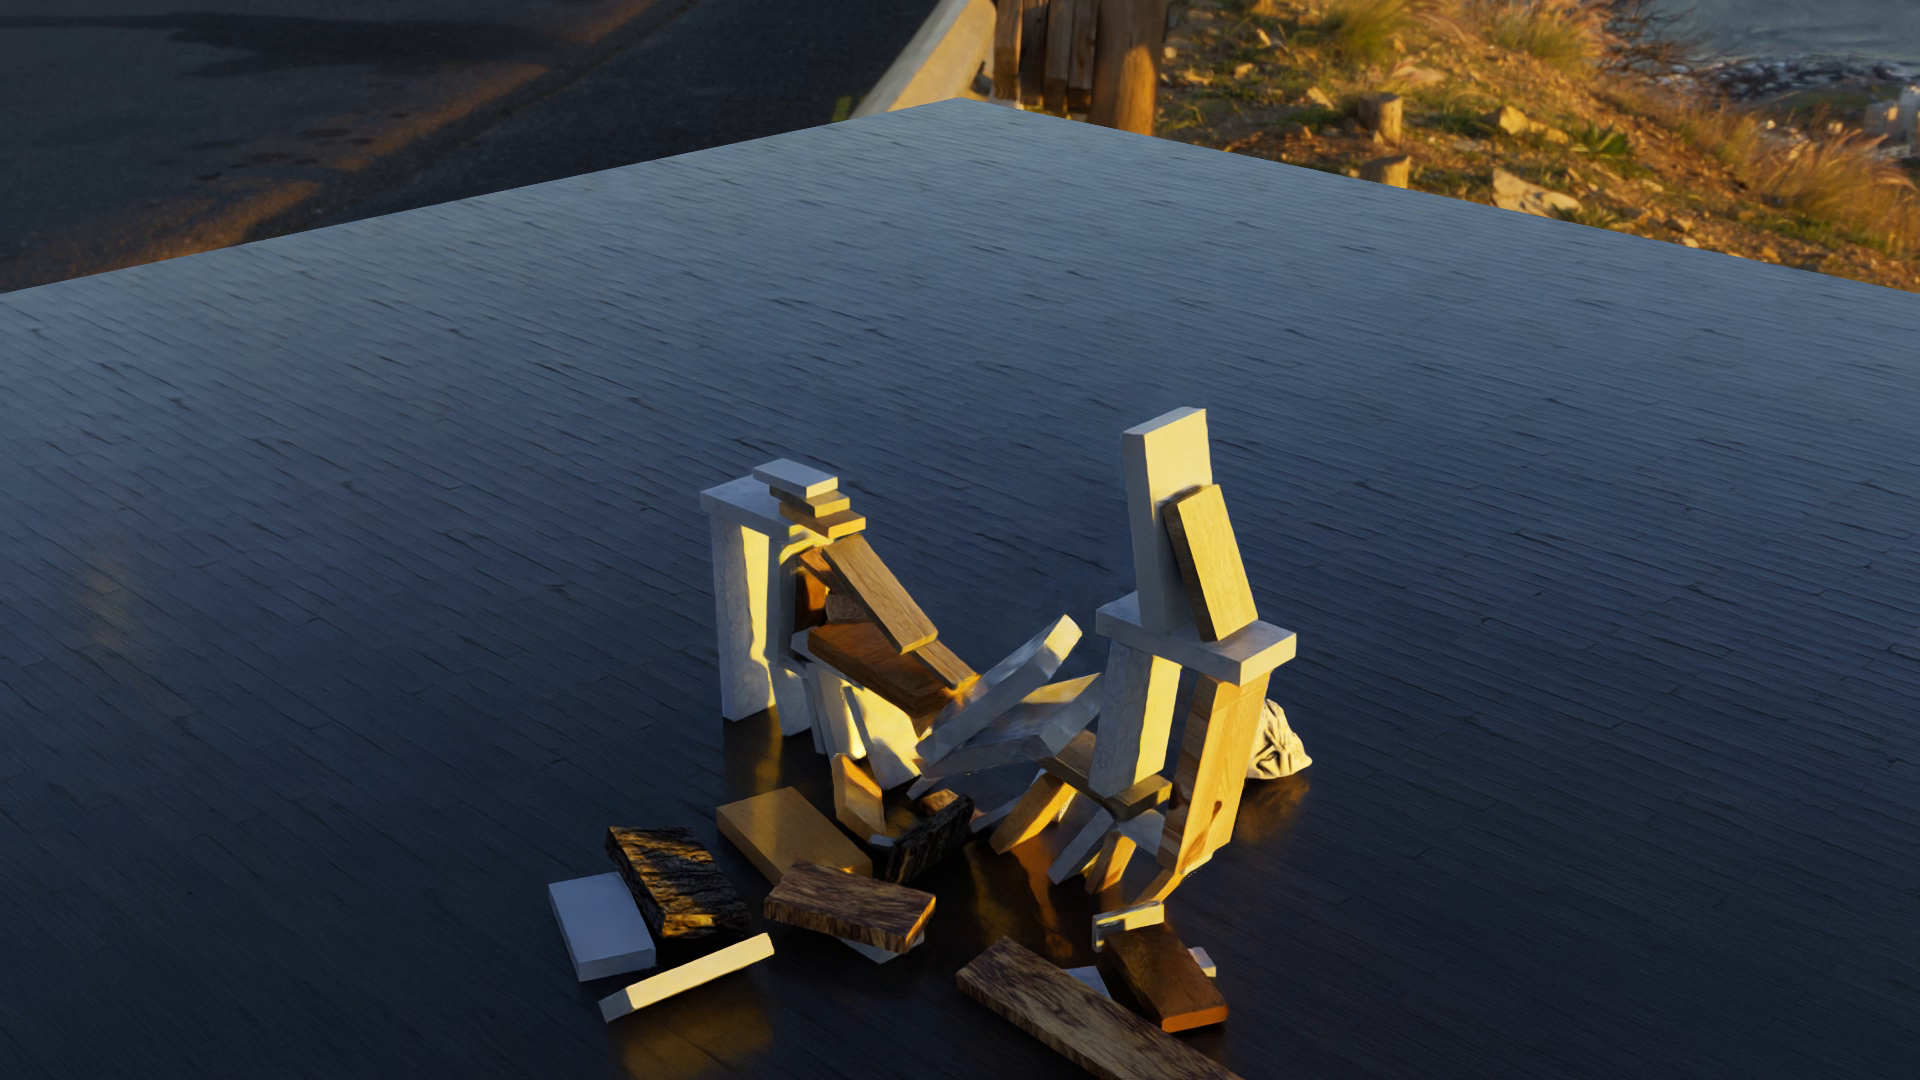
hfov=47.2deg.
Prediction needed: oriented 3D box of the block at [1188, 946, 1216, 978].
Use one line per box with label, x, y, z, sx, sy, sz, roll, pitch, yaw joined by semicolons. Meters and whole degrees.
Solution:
block;0.381;0.764;3.935;0.136;0.019;0.068;-6;24;-15

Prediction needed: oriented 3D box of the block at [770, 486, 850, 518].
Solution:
block;-0.311;-0.091;4.534;0.086;0.024;0.171;-17;27;-34

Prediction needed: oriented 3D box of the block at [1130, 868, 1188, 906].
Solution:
block;0.381;0.635;4.077;0.081;0.161;0.023;-22;66;-41

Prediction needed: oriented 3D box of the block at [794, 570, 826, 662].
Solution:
block;-0.316;0.153;4.643;0.069;0.209;0.020;-21;36;-40

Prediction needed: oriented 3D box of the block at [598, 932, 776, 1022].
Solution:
block;-0.474;0.759;3.819;0.280;0.040;0.140;-16;-11;-34

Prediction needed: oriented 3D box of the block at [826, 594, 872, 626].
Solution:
block;-0.206;0.138;4.423;0.123;0.017;0.062;-3;51;-6

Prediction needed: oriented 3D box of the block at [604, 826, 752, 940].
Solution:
block;-0.534;0.641;4.138;0.169;0.048;0.347;4;19;-29

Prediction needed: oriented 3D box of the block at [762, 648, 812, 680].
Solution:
block;-0.336;0.255;4.702;0.083;0.024;0.166;-21;31;-40

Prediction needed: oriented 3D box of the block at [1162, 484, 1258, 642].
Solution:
block;0.430;0.039;3.774;0.035;0.246;0.123;-10;10;45

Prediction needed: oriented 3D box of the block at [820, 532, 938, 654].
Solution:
block;-0.163;0.106;4.420;0.090;0.025;0.283;-24;61;-32

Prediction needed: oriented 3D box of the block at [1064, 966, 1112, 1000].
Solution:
block;0.223;0.797;3.859;0.068;0.019;0.136;-5;23;-12

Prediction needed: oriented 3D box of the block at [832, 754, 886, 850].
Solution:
block;-0.203;0.522;4.403;0.031;0.110;0.220;-44;20;12

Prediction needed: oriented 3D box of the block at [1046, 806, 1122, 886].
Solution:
block;0.266;0.558;4.165;0.122;0.244;0.035;-22;67;-41

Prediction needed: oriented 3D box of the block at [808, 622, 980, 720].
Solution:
block;-0.137;0.250;4.483;0.169;0.048;0.337;-18;34;-39

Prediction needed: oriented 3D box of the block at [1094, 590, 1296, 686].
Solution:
block;0.410;0.163;3.848;0.319;0.045;0.159;19;30;39

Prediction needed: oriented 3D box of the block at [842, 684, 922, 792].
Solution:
block;-0.154;0.393;4.558;0.114;0.229;0.032;-22;2;-41

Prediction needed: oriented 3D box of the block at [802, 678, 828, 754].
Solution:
block;-0.283;0.364;4.689;0.083;0.166;0.024;-21;17;-40

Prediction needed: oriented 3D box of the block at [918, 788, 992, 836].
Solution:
block;-0.011;0.550;4.437;0.073;0.021;0.146;-17;28;-34

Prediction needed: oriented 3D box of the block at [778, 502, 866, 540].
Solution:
block;-0.283;-0.050;4.499;0.090;0.025;0.180;-17;27;-34

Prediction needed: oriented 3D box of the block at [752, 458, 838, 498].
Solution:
block;-0.343;-0.129;4.565;0.085;0.024;0.171;-21;30;-41

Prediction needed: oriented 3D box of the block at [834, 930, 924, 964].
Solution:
block;-0.181;0.705;4.060;0.110;0.031;0.221;-21;30;-40

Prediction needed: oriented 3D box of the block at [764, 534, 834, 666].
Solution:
block;-0.339;0.109;4.640;0.145;0.290;0.041;-21;36;-40

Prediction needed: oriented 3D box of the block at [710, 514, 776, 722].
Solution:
block;-0.461;0.151;4.790;0.041;0.480;0.145;20;30;41

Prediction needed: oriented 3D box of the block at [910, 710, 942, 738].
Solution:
block;-0.102;0.383;4.742;0.180;0.090;0.026;-7;27;-17

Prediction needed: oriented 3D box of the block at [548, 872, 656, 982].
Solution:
block;-0.660;0.707;4.044;0.140;0.040;0.280;-8;24;-19

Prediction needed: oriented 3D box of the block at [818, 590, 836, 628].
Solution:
block;-0.255;0.149;4.571;0.069;0.138;0.020;-19;53;-38

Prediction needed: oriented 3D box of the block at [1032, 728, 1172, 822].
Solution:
block;0.262;0.432;4.113;0.122;0.035;0.244;-21;39;-40

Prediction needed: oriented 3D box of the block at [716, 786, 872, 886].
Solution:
block;-0.326;0.594;4.299;0.169;0.048;0.337;-13;26;-28

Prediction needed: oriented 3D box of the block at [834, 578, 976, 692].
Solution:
block;-0.113;0.180;4.426;0.062;0.017;0.351;-28;56;-38

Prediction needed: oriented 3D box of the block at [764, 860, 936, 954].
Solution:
block;-0.201;0.671;4.029;0.280;0.040;0.140;11;28;18

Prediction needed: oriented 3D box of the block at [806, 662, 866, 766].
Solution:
block;-0.246;0.352;4.642;0.114;0.229;0.032;-21;12;-40

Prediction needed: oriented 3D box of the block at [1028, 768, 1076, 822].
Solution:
block;0.185;0.519;4.505;0.085;0.024;0.171;7;24;17

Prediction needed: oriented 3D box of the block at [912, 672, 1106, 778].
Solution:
block;0.095;0.358;4.184;0.177;0.050;0.551;-42;9;-26

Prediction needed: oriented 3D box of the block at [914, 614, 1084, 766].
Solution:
block;0.072;0.287;4.194;0.354;0.050;0.177;-39;6;36

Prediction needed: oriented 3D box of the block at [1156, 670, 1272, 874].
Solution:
block;0.451;0.390;3.900;0.159;0.413;0.045;-22;42;-41

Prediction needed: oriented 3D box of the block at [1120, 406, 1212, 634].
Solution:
block;0.369;-0.035;3.801;0.050;0.354;0.177;7;22;41

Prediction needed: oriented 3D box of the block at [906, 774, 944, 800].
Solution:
block;-0.043;0.473;4.494;0.021;0.146;0.073;49;30;-2

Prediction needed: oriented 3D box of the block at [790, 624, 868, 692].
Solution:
block;-0.235;0.239;4.584;0.114;0.032;0.229;-21;36;-40

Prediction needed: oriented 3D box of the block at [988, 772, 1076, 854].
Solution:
block;0.156;0.513;4.269;0.122;0.244;0.035;-21;66;-41

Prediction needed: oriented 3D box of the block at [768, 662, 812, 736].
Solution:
block;-0.361;0.333;4.762;0.083;0.166;0.024;-21;17;-41

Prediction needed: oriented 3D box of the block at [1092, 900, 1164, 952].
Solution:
block;0.306;0.704;4.014;0.136;0.068;0.019;-10;25;-22

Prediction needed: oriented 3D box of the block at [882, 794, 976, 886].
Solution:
block;-0.059;0.583;4.241;0.031;0.110;0.220;34;36;23

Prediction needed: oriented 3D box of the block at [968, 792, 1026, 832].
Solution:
block;0.081;0.535;4.329;0.073;0.021;0.146;-24;-8;-34

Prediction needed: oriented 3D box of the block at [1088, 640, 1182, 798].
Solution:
block;0.324;0.302;3.995;0.159;0.319;0.045;-21;39;-40

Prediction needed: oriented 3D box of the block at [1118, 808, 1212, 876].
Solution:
block;0.377;0.551;4.041;0.161;0.023;0.081;32;37;34

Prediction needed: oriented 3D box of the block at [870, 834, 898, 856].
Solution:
block;-0.127;0.593;4.243;0.062;0.017;0.123;8;-17;18

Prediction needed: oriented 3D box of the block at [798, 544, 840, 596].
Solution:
block;-0.263;0.066;4.540;0.138;0.020;0.069;38;44;26

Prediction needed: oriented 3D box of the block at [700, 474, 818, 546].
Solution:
block;-0.398;-0.066;4.630;0.290;0.041;0.145;20;30;41

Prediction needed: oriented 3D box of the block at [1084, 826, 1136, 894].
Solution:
block;0.293;0.595;4.155;0.081;0.161;0.023;-21;53;-41

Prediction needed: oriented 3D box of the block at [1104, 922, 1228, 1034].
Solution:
block;0.359;0.767;3.861;0.123;0.035;0.246;-8;28;-19

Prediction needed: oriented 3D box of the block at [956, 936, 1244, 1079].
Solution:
block;0.285;0.856;3.663;0.123;0.035;0.733;-32;37;-31
